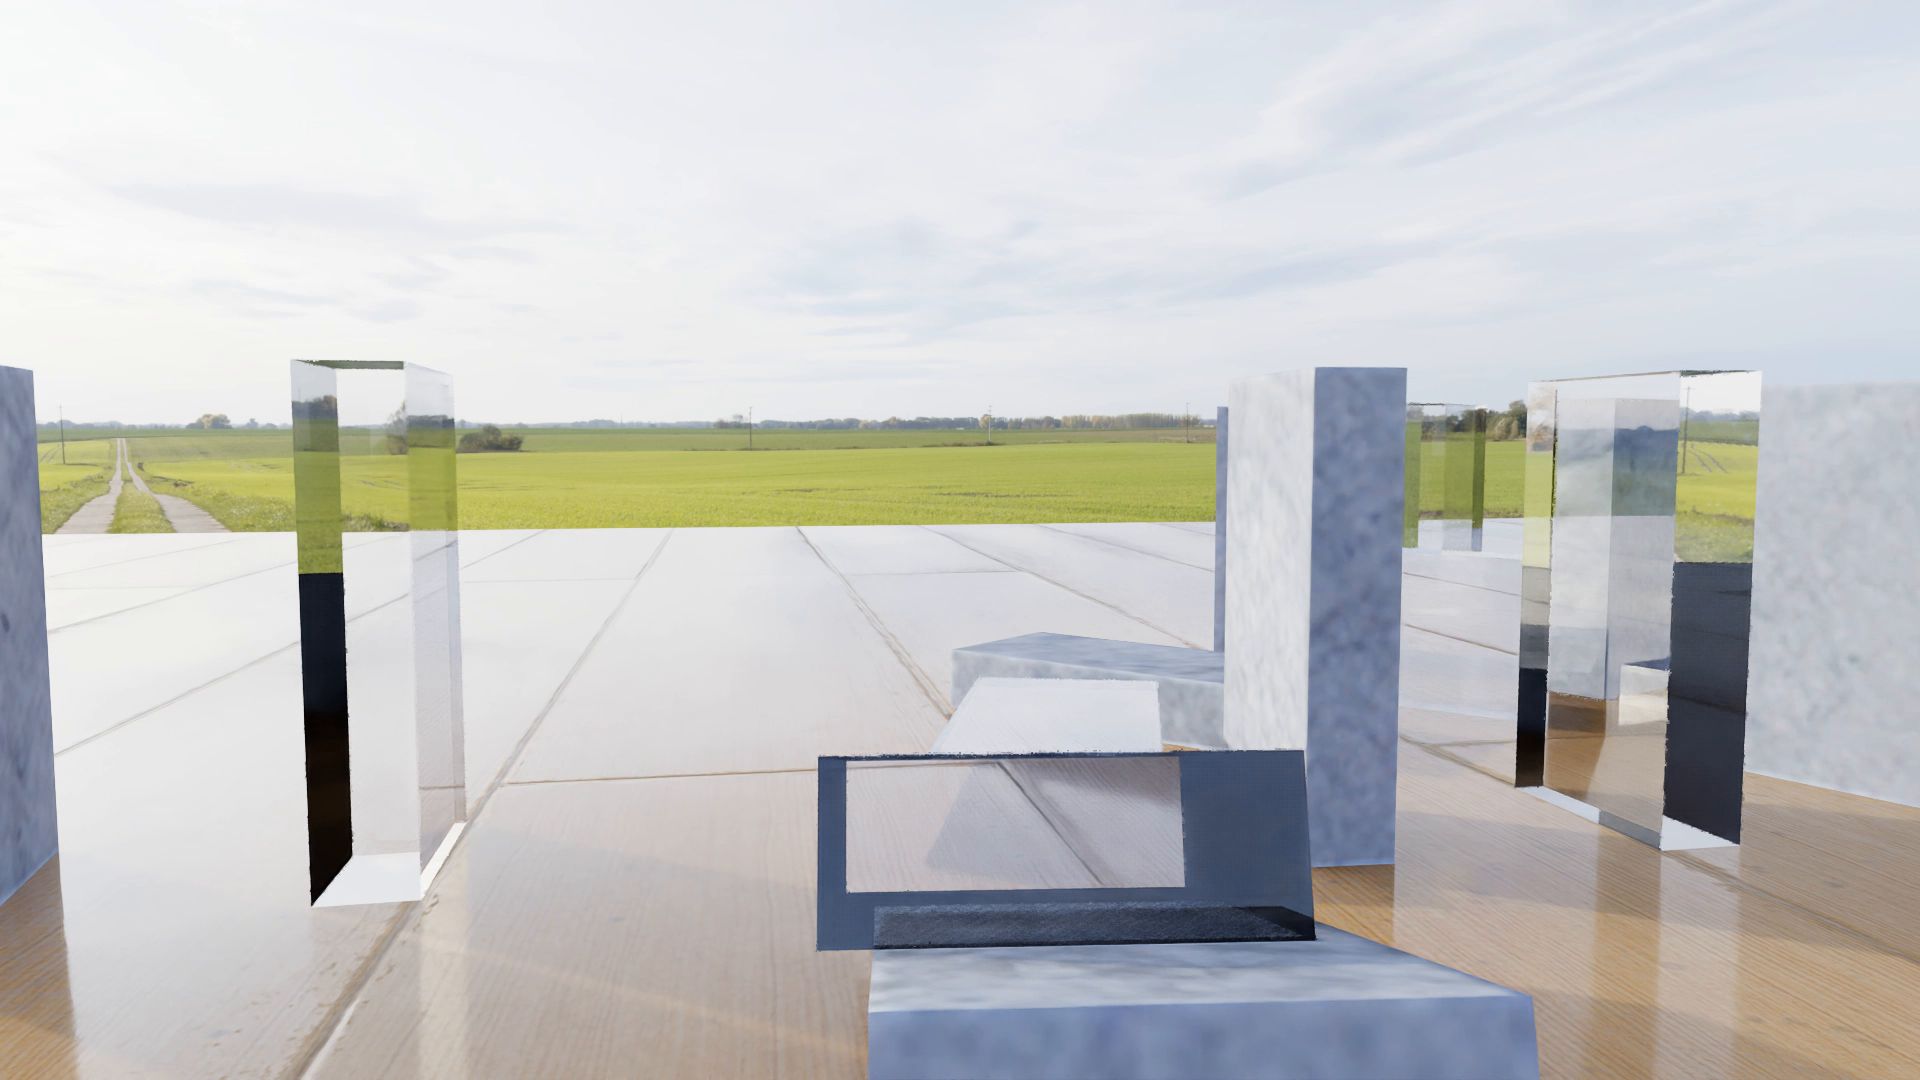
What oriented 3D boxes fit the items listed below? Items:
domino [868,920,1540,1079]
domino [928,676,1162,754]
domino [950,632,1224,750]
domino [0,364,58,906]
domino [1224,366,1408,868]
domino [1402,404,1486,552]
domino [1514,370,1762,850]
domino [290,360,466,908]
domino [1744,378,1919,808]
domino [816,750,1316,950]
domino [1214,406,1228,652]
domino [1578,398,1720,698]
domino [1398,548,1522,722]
[{"bbox_3d":[0.008,0.026,0.071,0.025,0.009,0.050,0,-10,-3],"label":"domino"},{"bbox_3d":[0.012,0.026,0.156,0.025,0.009,0.050,1,4,8],"label":"domino"},{"bbox_3d":[0.026,0.023,0.201,0.050,0.010,0.025,3,5,38],"label":"domino"},{"bbox_3d":[-0.095,0.009,0.119,0.009,0.050,0.025,-2,5,-20],"label":"domino"},{"bbox_3d":[0.038,0.007,0.140,0.009,0.050,0.025,-1,4,-7],"label":"domino"},{"bbox_3d":[0.094,-0.001,0.251,0.009,0.050,0.025,3,5,38],"label":"domino"},{"bbox_3d":[0.076,0.007,0.146,0.009,0.050,0.025,-1,4,-11],"label":"domino"},{"bbox_3d":[-0.058,0.008,0.129,0.009,0.050,0.025,-1,4,-12],"label":"domino"},{"bbox_3d":[0.112,0.006,0.158,0.010,0.050,0.025,-3,5,-31],"label":"domino"},{"bbox_3d":[0.004,0.020,0.089,0.025,0.009,0.050,0,-10,-2],"label":"domino"},{"bbox_3d":[0.060,-0.003,0.270,0.009,0.050,0.025,2,5,19],"label":"domino"},{"bbox_3d":[0.120,0.001,0.224,0.025,0.050,0.010,-3,5,-34],"label":"domino"},{"bbox_3d":[0.070,0.014,0.215,0.050,0.025,0.009,4,6,39],"label":"domino"}]
